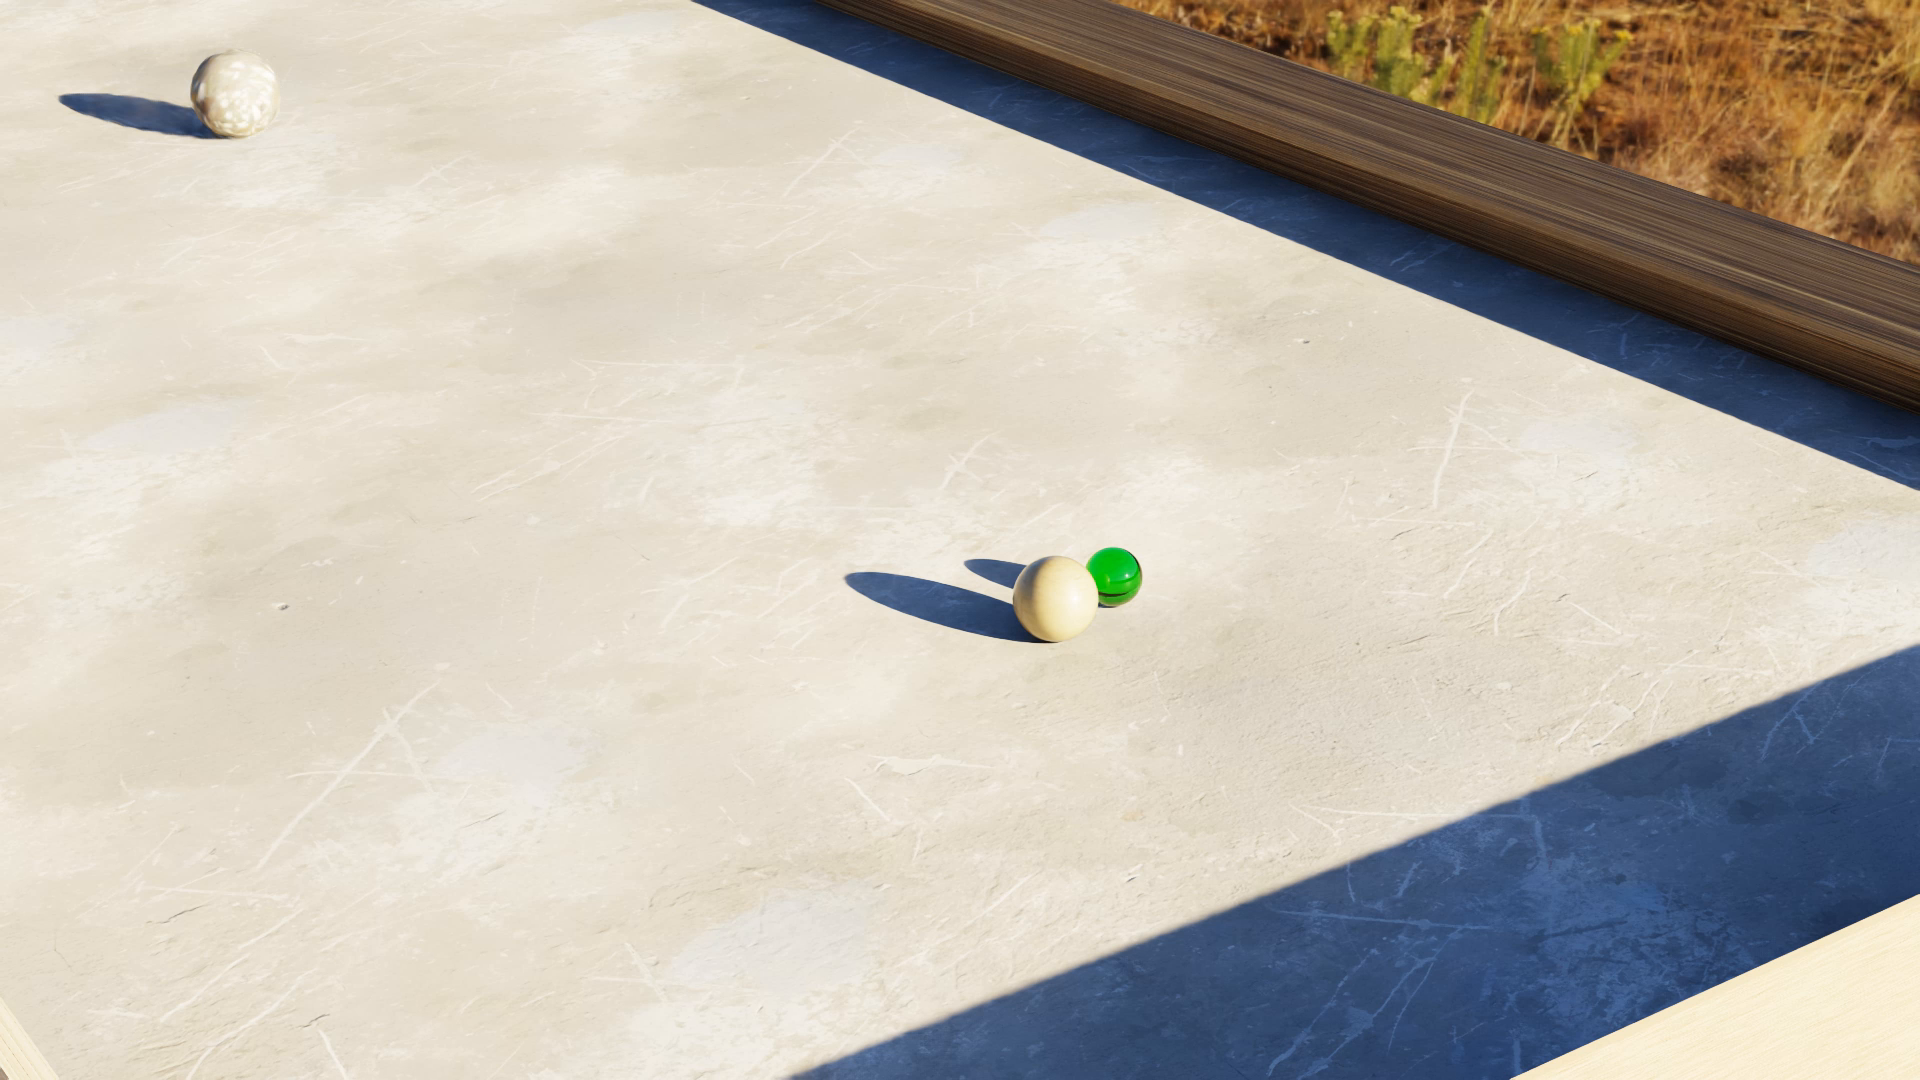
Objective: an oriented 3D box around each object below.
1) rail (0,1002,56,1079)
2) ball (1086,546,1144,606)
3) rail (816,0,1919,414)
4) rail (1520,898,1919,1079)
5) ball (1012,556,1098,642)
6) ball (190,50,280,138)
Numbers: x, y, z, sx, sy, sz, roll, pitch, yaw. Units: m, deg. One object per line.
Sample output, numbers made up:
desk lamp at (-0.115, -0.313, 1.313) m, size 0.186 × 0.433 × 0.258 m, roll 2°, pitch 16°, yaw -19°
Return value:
rail at (-1.184, -0.128, 2.432) m, size 0.045 × 0.128 × 3.445 m, roll -16°, pitch 29°, yaw -31°
ball at (0.114, 0.027, 2.189) m, size 0.045 × 0.045 × 0.045 m, roll 0°, pitch 24°, yaw 0°
rail at (0.204, -0.521, 3.307) m, size 0.045 × 0.128 × 3.445 m, roll -16°, pitch 29°, yaw -31°
rail at (0.476, 0.247, 1.595) m, size 1.735 × 0.128 × 0.045 m, roll -16°, pitch 29°, yaw -31°
ball at (0.069, 0.042, 2.133) m, size 0.063 × 0.063 × 0.063 m, roll 0°, pitch 24°, yaw 0°
ball at (-0.813, -0.500, 3.298) m, size 0.098 × 0.098 × 0.098 m, roll 0°, pitch 24°, yaw 0°
